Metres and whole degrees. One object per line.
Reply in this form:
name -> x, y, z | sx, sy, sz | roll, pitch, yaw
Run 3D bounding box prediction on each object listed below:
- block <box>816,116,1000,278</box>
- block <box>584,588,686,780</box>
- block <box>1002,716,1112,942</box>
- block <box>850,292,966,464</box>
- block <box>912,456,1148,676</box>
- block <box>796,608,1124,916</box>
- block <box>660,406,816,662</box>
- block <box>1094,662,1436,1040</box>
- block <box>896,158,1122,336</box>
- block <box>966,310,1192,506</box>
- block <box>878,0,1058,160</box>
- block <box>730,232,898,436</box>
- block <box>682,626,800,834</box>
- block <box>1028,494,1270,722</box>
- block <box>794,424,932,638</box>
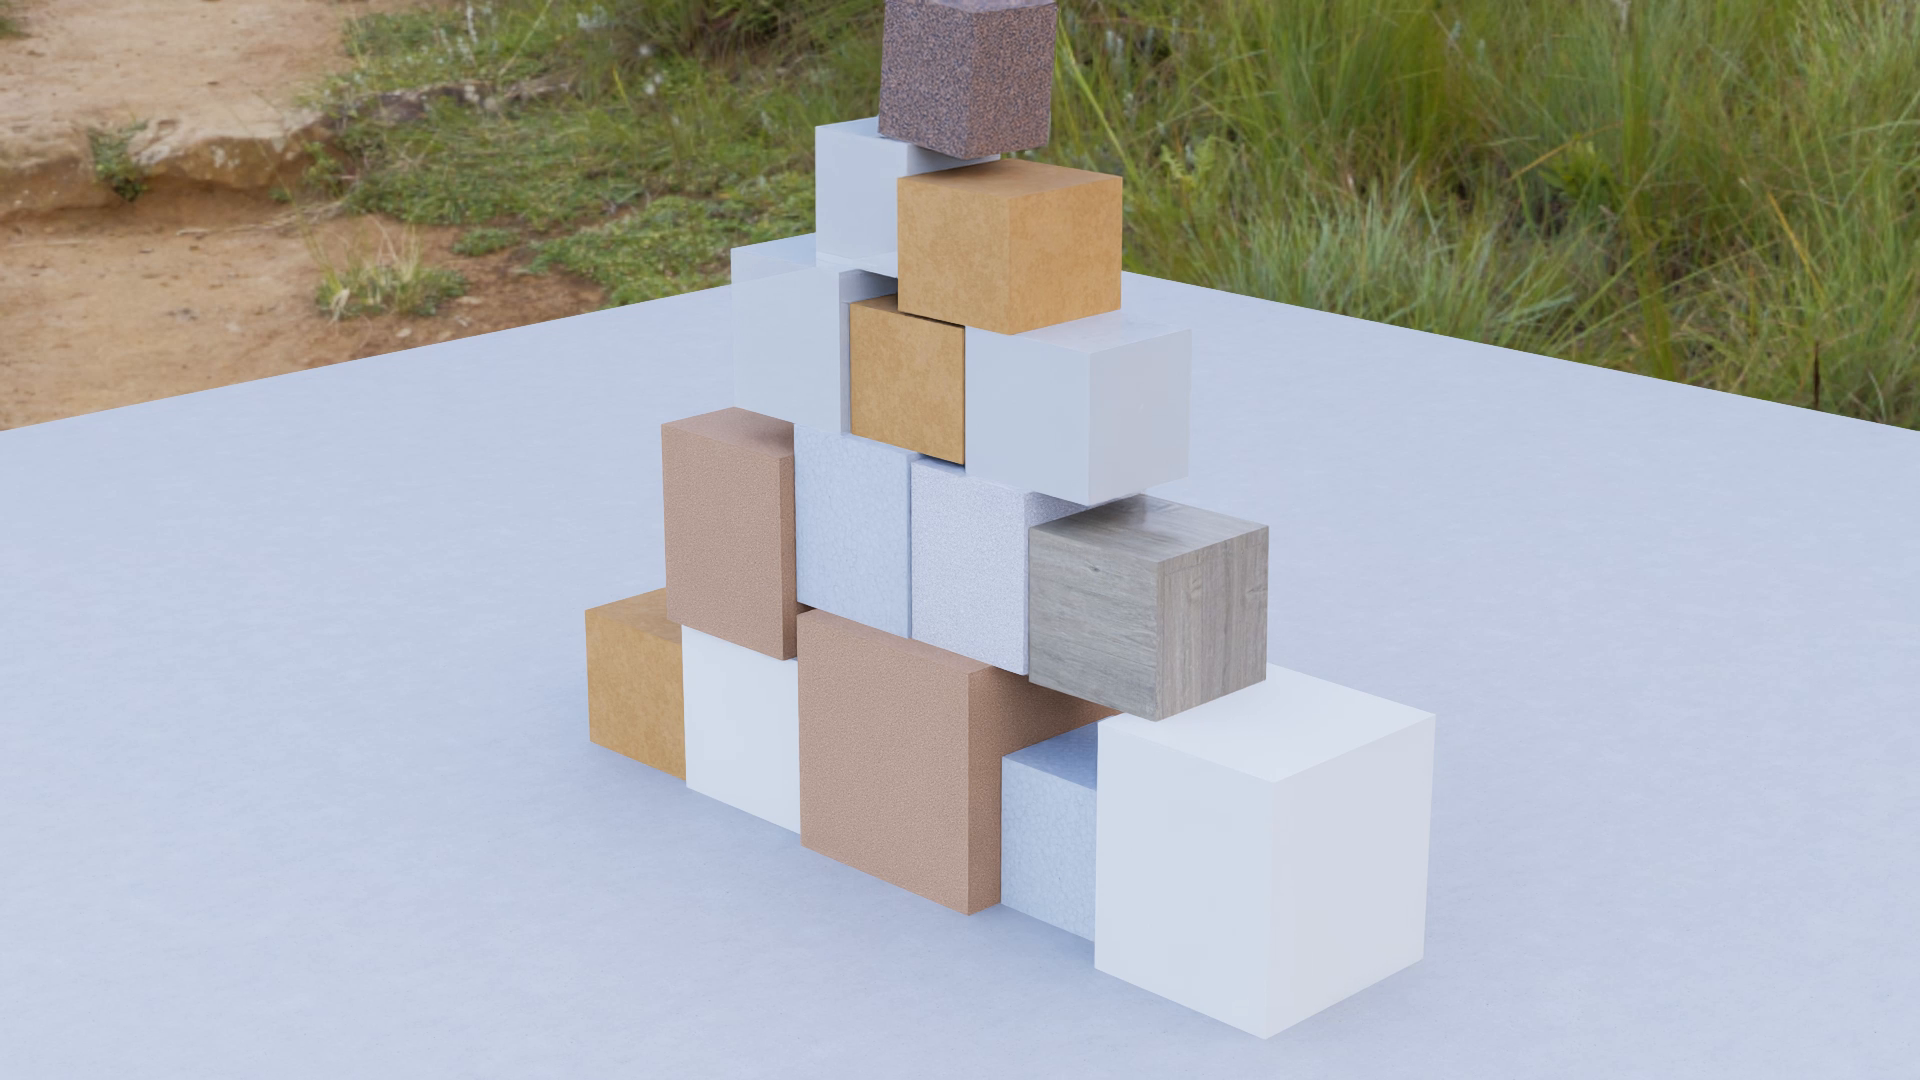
block -> -0.233, -1.547, 13.112 | 0.579, 0.599, 0.585 | -17, 25, -42
block -> -1.322, 0.694, 14.952 | 0.821, 0.711, 0.815 | -17, 24, -42
block -> 0.699, 1.294, 13.046 | 0.722, 0.708, 0.731 | -17, 24, -42
block -> 0.000, -0.762, 13.098 | 0.679, 0.602, 0.705 | -17, 24, -42
block -> 0.309, 0.038, 13.038 | 0.793, 0.818, 0.689 | -17, 24, -42
block -> 0.029, 0.892, 13.598 | 1.090, 1.145, 1.111 | -17, 24, -42
block -> -0.780, -0.096, 14.112 | 0.965, 0.981, 0.844 | -17, 24, -42
block -> 1.284, 1.280, 12.402 | 1.068, 1.122, 0.937 | -17, 24, -42
block -> 0.216, -1.285, 12.725 | 0.700, 0.584, 0.677 | -17, 24, -42
block -> 0.506, -0.599, 12.607 | 0.642, 0.656, 0.724 | -17, 24, -42
block -> 0.031, -2.039, 12.673 | 0.506, 0.625, 0.542 | -17, 29, -42
block -> -0.513, -0.985, 13.568 | 0.793, 0.747, 0.729 | -17, 24, -42
block -> -0.707, 0.807, 14.325 | 0.889, 0.870, 0.928 | -17, 24, -42
block -> 0.807, 0.276, 12.577 | 0.722, 0.695, 0.728 | -17, 23, -42
block -> -0.196, -0.134, 13.526 | 0.850, 0.853, 0.738 | -17, 24, -42
